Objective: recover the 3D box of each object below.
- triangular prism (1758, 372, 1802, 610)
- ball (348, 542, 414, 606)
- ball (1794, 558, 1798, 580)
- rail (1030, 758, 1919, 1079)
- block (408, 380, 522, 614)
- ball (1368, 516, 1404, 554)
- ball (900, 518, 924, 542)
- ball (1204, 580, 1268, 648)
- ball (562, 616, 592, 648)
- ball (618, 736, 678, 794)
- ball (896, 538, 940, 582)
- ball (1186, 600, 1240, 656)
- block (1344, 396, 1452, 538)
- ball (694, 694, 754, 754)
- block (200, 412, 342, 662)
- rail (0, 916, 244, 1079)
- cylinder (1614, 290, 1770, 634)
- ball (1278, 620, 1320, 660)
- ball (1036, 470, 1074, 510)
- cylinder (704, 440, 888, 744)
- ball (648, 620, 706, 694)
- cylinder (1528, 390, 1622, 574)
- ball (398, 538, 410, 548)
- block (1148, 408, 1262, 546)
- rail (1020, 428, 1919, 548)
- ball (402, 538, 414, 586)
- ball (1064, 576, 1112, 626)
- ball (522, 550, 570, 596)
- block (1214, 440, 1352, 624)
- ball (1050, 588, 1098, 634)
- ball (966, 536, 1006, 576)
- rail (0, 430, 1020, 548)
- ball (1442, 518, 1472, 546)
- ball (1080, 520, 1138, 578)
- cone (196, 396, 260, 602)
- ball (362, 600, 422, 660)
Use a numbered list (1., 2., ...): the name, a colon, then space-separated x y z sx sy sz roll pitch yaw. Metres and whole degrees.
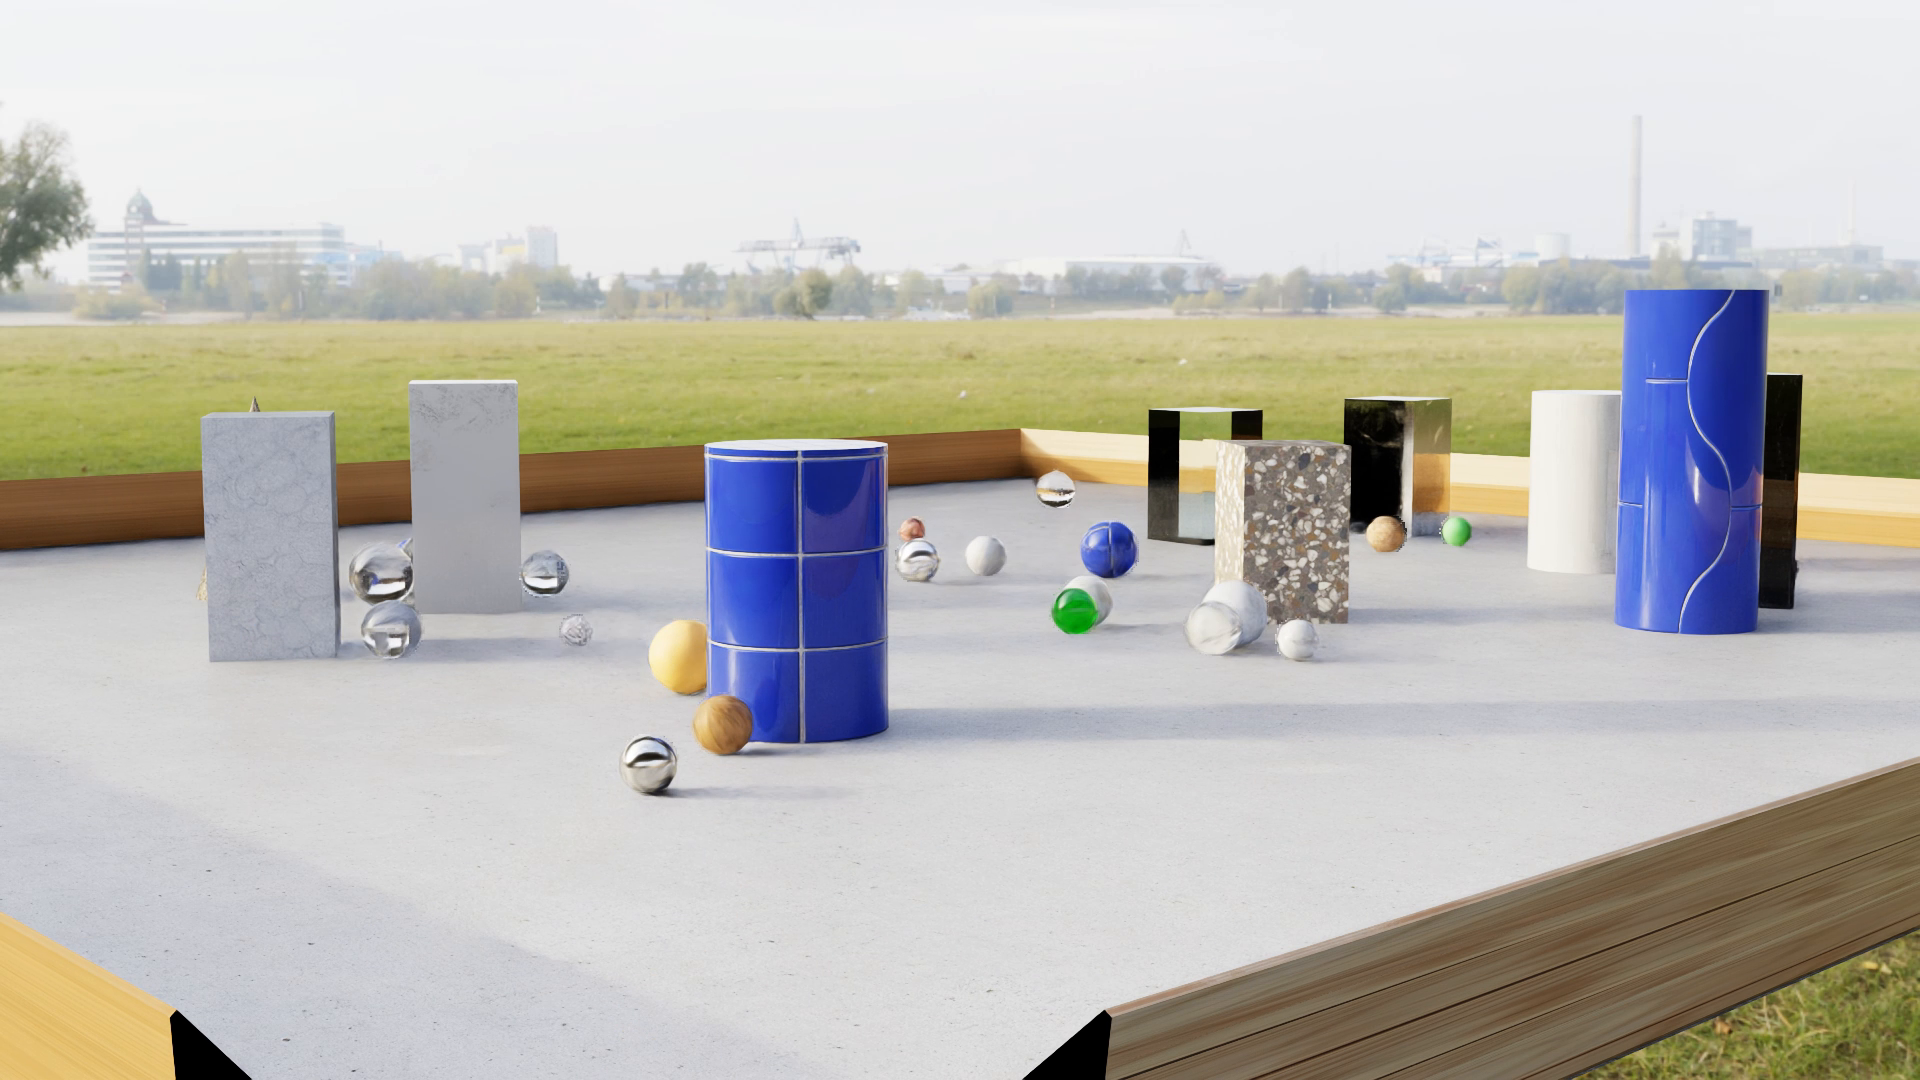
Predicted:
1. triangular prism: 1.185 -0.080 3.351 0.167 0.349 0.145 2 6 20
2. ball: -0.867 0.052 3.297 0.096 0.096 0.096 0 6 0
3. ball: 1.282 0.046 3.466 0.074 0.074 0.074 0 6 0
4. rail: 1.181 0.166 2.059 3.700 0.126 0.045 -6 8 -42
5. block: -0.739 -0.068 3.289 0.155 0.337 0.155 -1 6 -12
6. ball: 0.780 -0.010 4.026 0.068 0.068 0.068 0 6 0
7. ball: -0.091 -0.017 4.188 0.049 0.049 0.049 0 6 0
8. ball: 0.362 0.097 2.904 0.089 0.089 0.089 0 6 0
9. ball: -0.506 0.121 2.905 0.040 0.040 0.040 0 6 0
10. ball: -0.287 0.207 2.025 0.054 0.054 0.054 0 6 0
11. ball: -0.068 0.034 3.592 0.072 0.072 0.072 0 6 0
12. ball: 0.326 0.113 2.834 0.071 0.071 0.071 0 6 0
13. block: 0.872 -0.149 4.387 0.155 0.268 0.155 5 8 40
14. ball: -0.237 0.185 2.205 0.060 0.060 0.060 0 6 0
15. block: -0.892 -0.009 2.858 0.155 0.309 0.155 -1 6 -13
16. rail: -1.342 0.162 2.100 0.045 0.126 3.531 -6 8 -42
17. cylinder: 1.026 -0.114 3.087 0.193 0.471 0.193 0 6 0
18. ball: 0.430 0.127 2.793 0.053 0.053 0.053 0 6 0
19. ball: 0.213 -0.111 4.903 0.086 0.086 0.086 0 6 0
20. cylinder: -0.173 0.050 2.336 0.193 0.302 0.193 0 6 0
21. ball: -0.318 0.135 2.554 0.086 0.086 0.086 0 6 0
22. cylinder: 1.081 -0.103 3.789 0.193 0.302 0.193 0 6 0
23. ball: -0.891 0.034 3.584 0.073 0.073 0.073 0 6 0
24. block: 0.472 -0.125 4.242 0.155 0.252 0.155 -4 7 -37
25. rail: 1.342 -0.097 4.564 0.045 0.126 3.531 -6 8 -42
26. ball: -0.843 0.034 3.487 0.093 0.093 0.093 0 6 0
27. ball: 0.178 0.086 3.084 0.073 0.073 0.073 0 6 0
28. ball: -0.612 0.049 3.247 0.069 0.069 0.069 0 6 0
29. block: 0.464 -0.014 3.178 0.155 0.253 0.155 -1 6 -8
30. ball: 0.157 0.098 3.014 0.065 0.065 0.065 0 6 0
31. ball: 0.044 0.026 3.679 0.068 0.068 0.068 0 6 0
32. rail: -1.181 -0.101 4.605 3.700 0.126 0.045 -6 8 -42
33. ball: 0.935 -0.015 4.140 0.055 0.055 0.055 0 6 0
34. ball: 0.246 0.016 3.640 0.097 0.097 0.097 0 6 0
35. cone: -1.092 -0.070 3.420 0.193 0.313 0.193 0 6 0
36. ball: -0.725 0.114 2.804 0.075 0.075 0.075 0 6 0
